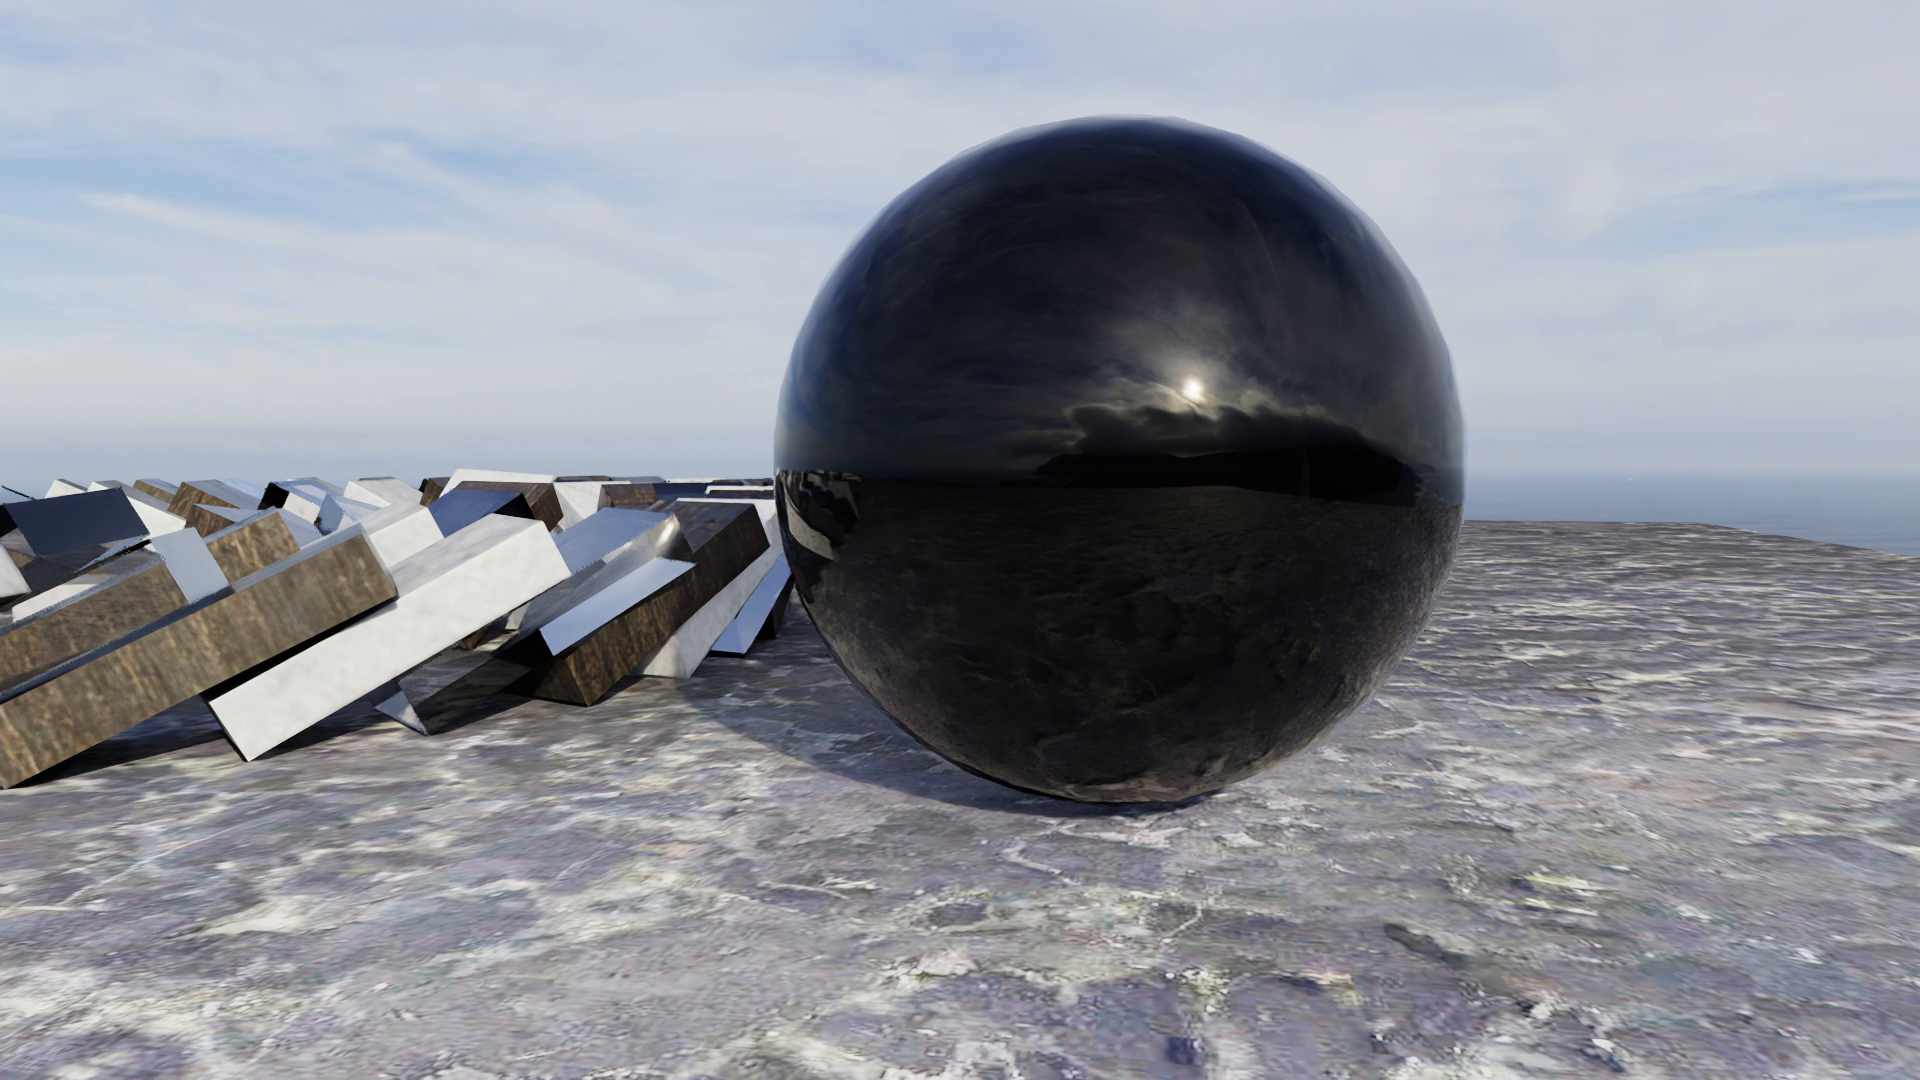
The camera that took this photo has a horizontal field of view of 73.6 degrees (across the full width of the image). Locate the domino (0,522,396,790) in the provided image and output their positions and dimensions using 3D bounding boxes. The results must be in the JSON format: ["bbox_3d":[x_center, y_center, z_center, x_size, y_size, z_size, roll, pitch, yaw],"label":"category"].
[{"bbox_3d":[-0.105,0.014,0.177,0.050,0.010,0.025,-30,16,-20],"label":"domino"}]

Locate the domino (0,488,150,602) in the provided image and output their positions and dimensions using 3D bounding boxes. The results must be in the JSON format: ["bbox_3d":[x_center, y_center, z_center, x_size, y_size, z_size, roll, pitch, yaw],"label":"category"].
[{"bbox_3d":[-0.167,0.009,0.216,0.050,0.010,0.025,-30,5,9],"label":"domino"}]

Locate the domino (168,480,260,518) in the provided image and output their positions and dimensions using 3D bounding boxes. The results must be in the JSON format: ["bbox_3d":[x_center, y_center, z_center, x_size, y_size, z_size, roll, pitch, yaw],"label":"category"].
[{"bbox_3d":[-0.209,-0.002,0.390,0.050,0.010,0.025,27,-1,-12],"label":"domino"}]

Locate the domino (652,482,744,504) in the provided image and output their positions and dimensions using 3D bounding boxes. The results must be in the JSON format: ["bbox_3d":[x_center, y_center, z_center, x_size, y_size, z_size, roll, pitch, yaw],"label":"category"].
[{"bbox_3d":[-0.066,0.001,0.343,0.025,0.010,0.050,-2,32,-21],"label":"domino"}]

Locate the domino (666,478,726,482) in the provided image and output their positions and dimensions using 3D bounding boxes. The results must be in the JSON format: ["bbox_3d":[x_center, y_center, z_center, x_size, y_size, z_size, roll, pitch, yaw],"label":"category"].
[{"bbox_3d":[-0.079,-0.006,0.445,0.050,0.009,0.025,35,24,33],"label":"domino"}]

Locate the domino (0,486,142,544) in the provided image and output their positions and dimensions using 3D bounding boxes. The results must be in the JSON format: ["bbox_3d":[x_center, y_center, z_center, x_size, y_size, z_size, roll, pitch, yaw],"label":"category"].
[{"bbox_3d":[-0.245,0.000,0.360,0.025,0.009,0.050,4,-21,46],"label":"domino"}]

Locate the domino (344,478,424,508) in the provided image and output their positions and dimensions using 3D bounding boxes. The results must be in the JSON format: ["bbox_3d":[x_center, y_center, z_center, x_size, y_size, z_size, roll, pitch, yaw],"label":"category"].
[{"bbox_3d":[-0.163,-0.003,0.399,0.050,0.010,0.025,28,8,6],"label":"domino"}]

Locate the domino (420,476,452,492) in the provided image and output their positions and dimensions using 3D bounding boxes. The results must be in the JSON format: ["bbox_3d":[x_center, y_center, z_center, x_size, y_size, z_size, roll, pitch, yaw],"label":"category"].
[{"bbox_3d":[-0.169,-0.008,0.466,0.050,0.010,0.025,26,5,0],"label":"domino"}]

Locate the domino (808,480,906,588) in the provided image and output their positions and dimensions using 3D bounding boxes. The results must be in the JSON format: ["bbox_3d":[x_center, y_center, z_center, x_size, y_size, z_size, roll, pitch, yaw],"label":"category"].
[{"bbox_3d":[-0.026,-0.003,0.401,0.025,0.009,0.050,-3,31,-35],"label":"domino"}]

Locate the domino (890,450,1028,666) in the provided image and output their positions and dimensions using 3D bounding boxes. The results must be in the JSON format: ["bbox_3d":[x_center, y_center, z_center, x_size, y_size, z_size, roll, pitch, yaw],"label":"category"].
[{"bbox_3d":[0.001,0.003,0.260,0.025,0.010,0.050,0,47,4],"label":"domino"}]

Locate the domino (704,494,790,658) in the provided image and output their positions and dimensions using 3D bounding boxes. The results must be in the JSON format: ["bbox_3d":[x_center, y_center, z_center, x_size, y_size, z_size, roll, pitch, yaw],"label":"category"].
[{"bbox_3d":[-0.051,0.006,0.276,0.025,0.010,0.050,1,31,12],"label":"domino"}]

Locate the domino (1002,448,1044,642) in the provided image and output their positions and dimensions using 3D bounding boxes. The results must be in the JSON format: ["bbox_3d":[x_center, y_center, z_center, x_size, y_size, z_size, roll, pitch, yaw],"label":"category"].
[{"bbox_3d":[0.005,0.000,0.288,0.025,0.009,0.050,-1,47,2],"label":"domino"}]

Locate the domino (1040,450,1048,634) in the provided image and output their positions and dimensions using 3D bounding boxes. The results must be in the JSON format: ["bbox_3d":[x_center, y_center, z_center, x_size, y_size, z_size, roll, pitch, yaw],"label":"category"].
[{"bbox_3d":[0.008,-0.001,0.302,0.025,0.010,0.050,0,47,3],"label":"domino"}]

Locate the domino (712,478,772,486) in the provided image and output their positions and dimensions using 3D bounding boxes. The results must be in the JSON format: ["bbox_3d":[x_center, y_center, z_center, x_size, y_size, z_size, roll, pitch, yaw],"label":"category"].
[{"bbox_3d":[-0.060,-0.005,0.432,0.025,0.010,0.050,-5,32,-48],"label":"domino"}]

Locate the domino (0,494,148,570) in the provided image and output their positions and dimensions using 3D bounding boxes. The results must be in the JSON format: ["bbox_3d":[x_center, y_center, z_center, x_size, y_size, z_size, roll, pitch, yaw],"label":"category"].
[{"bbox_3d":[-0.292,-0.004,0.411,0.025,0.010,0.050,5,-20,48],"label":"domino"}]

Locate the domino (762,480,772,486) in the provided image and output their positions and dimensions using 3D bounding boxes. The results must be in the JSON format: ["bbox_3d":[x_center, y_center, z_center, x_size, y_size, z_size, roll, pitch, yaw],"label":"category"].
[{"bbox_3d":[-0.042,-0.004,0.418,0.025,0.010,0.050,-4,31,-41],"label":"domino"}]

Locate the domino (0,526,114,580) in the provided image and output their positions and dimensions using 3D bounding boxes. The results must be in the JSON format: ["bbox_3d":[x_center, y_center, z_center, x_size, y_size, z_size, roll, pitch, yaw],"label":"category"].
[{"bbox_3d":[-0.258,0.001,0.341,0.025,0.009,0.050,4,-22,39],"label":"domino"}]

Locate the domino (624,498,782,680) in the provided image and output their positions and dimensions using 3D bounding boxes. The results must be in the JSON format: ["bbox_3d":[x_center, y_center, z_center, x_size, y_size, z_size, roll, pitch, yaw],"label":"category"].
[{"bbox_3d":[-0.055,0.008,0.254,0.025,0.010,0.050,1,31,18],"label":"domino"}]

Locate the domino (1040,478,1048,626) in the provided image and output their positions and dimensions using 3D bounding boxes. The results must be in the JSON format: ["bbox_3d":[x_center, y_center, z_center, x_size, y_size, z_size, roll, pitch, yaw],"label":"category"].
[{"bbox_3d":[0.009,0.002,0.320,0.025,0.010,0.050,0,35,3],"label":"domino"}]

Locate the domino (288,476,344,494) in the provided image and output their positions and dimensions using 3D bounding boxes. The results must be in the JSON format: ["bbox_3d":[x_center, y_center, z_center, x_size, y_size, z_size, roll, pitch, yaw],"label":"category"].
[{"bbox_3d":[-0.213,-0.007,0.459,0.050,0.010,0.025,26,1,-9],"label":"domino"}]

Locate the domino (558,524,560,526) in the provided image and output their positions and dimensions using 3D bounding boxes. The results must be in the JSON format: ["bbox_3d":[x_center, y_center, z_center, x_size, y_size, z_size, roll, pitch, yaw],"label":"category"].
[{"bbox_3d":[-0.145,-0.008,0.467,0.050,0.009,0.025,28,10,11],"label":"domino"}]

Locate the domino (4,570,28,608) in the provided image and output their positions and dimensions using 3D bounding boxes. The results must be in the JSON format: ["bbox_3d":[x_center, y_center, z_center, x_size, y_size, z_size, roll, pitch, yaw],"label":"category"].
[{"bbox_3d":[-0.266,0.003,0.319,0.025,0.009,0.050,2,-23,26],"label":"domino"}]

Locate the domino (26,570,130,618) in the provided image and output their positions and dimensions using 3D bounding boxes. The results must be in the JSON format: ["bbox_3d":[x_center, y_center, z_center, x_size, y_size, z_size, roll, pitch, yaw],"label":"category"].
[{"bbox_3d":[-0.202,0.014,0.325,0.050,0.010,0.025,-1,4,-7],"label":"domino"}]

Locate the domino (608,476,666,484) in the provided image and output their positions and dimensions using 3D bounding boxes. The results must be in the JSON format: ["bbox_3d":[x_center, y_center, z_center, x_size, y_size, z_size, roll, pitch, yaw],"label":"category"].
[{"bbox_3d":[-0.100,-0.007,0.455,0.050,0.010,0.025,32,18,25],"label":"domino"}]

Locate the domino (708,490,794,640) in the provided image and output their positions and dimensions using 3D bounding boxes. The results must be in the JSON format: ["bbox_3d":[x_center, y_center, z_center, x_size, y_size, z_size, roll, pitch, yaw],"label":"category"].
[{"bbox_3d":[-0.051,0.005,0.299,0.025,0.010,0.050,1,31,4],"label":"domino"}]

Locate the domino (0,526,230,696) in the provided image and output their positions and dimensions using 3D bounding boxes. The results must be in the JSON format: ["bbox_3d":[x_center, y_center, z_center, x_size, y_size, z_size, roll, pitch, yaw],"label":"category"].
[{"bbox_3d":[-0.124,0.015,0.165,0.050,0.010,0.025,-29,13,-15],"label":"domino"}]

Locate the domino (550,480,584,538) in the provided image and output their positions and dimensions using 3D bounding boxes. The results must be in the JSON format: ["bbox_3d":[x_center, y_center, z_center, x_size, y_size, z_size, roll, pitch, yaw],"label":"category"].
[{"bbox_3d":[-0.115,-0.002,0.391,0.025,0.009,0.050,-4,33,-46],"label":"domino"}]

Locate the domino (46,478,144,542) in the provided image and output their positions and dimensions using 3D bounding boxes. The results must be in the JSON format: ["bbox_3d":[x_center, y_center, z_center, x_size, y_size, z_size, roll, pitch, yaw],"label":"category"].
[{"bbox_3d":[-0.276,-0.005,0.428,0.050,0.009,0.025,28,-11,-29],"label":"domino"}]

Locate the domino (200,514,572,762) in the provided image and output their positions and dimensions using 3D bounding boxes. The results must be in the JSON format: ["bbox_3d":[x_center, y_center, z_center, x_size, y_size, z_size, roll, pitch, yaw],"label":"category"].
[{"bbox_3d":[-0.087,0.013,0.193,0.050,0.009,0.025,-34,23,-30],"label":"domino"}]

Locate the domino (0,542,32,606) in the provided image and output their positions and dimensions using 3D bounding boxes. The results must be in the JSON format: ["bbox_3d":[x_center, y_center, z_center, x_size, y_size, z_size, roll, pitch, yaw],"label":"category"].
[{"bbox_3d":[-0.145,0.015,0.155,0.050,0.009,0.025,-28,7,-4],"label":"domino"}]

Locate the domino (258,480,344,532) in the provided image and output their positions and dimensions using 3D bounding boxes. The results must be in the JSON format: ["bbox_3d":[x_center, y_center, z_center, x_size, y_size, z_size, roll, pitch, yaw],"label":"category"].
[{"bbox_3d":[-0.186,-0.003,0.397,0.050,0.010,0.025,27,4,-1],"label":"domino"}]

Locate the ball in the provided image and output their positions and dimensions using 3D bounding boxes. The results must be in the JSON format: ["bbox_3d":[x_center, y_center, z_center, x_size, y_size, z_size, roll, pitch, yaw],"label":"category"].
[{"bbox_3d":[0.018,-0.009,0.153,0.080,0.080,0.080,0,4,0],"label":"ball"}]

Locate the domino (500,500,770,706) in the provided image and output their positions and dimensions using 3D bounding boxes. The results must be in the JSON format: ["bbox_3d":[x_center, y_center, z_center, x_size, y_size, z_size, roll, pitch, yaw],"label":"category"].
[{"bbox_3d":[-0.060,0.010,0.230,0.025,0.010,0.050,3,33,33],"label":"domino"}]

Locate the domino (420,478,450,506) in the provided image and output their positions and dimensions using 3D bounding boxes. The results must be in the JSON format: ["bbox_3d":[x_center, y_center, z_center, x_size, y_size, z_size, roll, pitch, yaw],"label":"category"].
[{"bbox_3d":[-0.140,-0.003,0.398,0.050,0.010,0.025,32,16,19],"label":"domino"}]

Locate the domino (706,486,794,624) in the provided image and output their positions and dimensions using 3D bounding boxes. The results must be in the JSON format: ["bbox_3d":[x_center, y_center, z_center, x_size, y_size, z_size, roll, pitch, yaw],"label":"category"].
[{"bbox_3d":[-0.054,0.003,0.321,0.025,0.010,0.050,0,31,-2],"label":"domino"}]

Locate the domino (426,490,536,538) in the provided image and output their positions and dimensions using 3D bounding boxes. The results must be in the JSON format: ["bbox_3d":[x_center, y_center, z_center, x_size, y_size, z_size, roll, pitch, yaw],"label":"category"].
[{"bbox_3d":[-0.116,0.006,0.269,0.025,0.009,0.050,3,34,34],"label":"domino"}]

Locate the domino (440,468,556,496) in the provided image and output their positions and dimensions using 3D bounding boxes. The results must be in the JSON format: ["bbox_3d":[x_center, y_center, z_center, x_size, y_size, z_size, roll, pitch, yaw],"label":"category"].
[{"bbox_3d":[-0.119,0.001,0.317,0.025,0.010,0.050,4,36,-1],"label":"domino"}]

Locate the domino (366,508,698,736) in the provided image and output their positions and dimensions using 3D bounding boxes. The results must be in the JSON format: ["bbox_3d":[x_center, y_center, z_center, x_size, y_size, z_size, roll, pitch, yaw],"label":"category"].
[{"bbox_3d":[-0.071,0.011,0.209,0.050,0.009,0.025,-36,27,-34],"label":"domino"}]

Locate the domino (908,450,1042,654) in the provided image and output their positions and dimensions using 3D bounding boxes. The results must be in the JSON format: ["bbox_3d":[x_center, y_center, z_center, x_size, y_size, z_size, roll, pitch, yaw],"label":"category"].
[{"bbox_3d":[0.004,0.001,0.274,0.025,0.009,0.050,1,47,5],"label":"domino"}]

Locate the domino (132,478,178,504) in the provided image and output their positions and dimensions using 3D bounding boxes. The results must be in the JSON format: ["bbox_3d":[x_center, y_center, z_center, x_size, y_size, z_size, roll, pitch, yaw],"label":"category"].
[{"bbox_3d":[-0.256,-0.006,0.442,0.050,0.010,0.025,26,-5,-19],"label":"domino"}]

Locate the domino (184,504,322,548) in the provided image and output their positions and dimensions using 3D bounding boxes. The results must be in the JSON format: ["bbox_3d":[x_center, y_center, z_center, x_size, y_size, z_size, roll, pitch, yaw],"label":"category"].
[{"bbox_3d":[-0.175,0.004,0.338,0.050,0.009,0.025,19,2,19],"label":"domino"}]

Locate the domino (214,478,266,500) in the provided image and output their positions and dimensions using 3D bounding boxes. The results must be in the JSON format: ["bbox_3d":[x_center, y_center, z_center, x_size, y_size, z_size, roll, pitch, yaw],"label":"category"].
[{"bbox_3d":[-0.235,-0.007,0.452,0.050,0.009,0.025,26,-3,-14],"label":"domino"}]

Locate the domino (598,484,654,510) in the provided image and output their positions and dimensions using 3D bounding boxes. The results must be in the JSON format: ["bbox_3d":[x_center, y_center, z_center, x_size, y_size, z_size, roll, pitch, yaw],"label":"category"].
[{"bbox_3d":[-0.082,0.000,0.361,0.025,0.010,0.050,-3,32,-34],"label":"domino"}]

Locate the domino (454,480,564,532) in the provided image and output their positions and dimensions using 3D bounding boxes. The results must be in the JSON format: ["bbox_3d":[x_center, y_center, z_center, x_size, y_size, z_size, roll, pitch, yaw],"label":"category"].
[{"bbox_3d":[-0.115,0.004,0.293,0.025,0.010,0.050,2,35,15],"label":"domino"}]

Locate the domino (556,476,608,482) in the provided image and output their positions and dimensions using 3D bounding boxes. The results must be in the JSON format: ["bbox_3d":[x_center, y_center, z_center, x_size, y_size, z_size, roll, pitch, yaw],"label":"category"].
[{"bbox_3d":[-0.121,-0.008,0.464,0.050,0.009,0.025,30,16,21],"label":"domino"}]

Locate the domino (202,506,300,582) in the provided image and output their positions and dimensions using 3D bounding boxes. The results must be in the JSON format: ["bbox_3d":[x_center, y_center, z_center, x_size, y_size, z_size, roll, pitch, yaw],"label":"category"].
[{"bbox_3d":[-0.147,0.010,0.233,0.050,0.010,0.025,-31,18,-24],"label":"domino"}]

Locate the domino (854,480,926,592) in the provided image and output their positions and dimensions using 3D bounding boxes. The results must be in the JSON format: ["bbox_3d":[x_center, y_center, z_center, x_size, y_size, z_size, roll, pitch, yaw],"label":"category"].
[{"bbox_3d":[-0.011,-0.002,0.384,0.025,0.009,0.050,-2,32,-26],"label":"domino"}]

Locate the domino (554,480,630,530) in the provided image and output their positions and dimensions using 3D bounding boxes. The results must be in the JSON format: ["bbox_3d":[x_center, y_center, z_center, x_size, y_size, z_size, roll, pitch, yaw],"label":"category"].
[{"bbox_3d":[-0.098,-0.001,0.377,0.025,0.010,0.050,-4,33,-43],"label":"domino"}]

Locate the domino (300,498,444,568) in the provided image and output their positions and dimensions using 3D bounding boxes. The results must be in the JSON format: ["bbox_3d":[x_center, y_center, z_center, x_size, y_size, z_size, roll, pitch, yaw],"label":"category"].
[{"bbox_3d":[-0.126,0.009,0.245,0.050,0.010,0.025,-32,22,-26],"label":"domino"}]

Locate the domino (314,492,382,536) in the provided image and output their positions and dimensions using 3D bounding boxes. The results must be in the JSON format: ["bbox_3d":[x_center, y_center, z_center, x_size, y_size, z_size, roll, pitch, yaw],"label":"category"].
[{"bbox_3d":[-0.149,0.003,0.336,0.025,0.010,0.050,21,5,-43],"label":"domino"}]

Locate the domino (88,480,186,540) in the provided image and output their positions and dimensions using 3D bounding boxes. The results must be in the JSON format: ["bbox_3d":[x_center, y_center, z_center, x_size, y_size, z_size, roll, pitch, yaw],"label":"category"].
[{"bbox_3d":[-0.230,-0.002,0.380,0.050,0.010,0.025,28,-6,-20],"label":"domino"}]

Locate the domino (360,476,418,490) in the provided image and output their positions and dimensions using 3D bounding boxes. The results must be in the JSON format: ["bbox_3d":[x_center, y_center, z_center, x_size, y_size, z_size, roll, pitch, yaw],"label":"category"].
[{"bbox_3d":[-0.191,-0.008,0.465,0.050,0.010,0.025,26,4,-2],"label":"domino"}]
